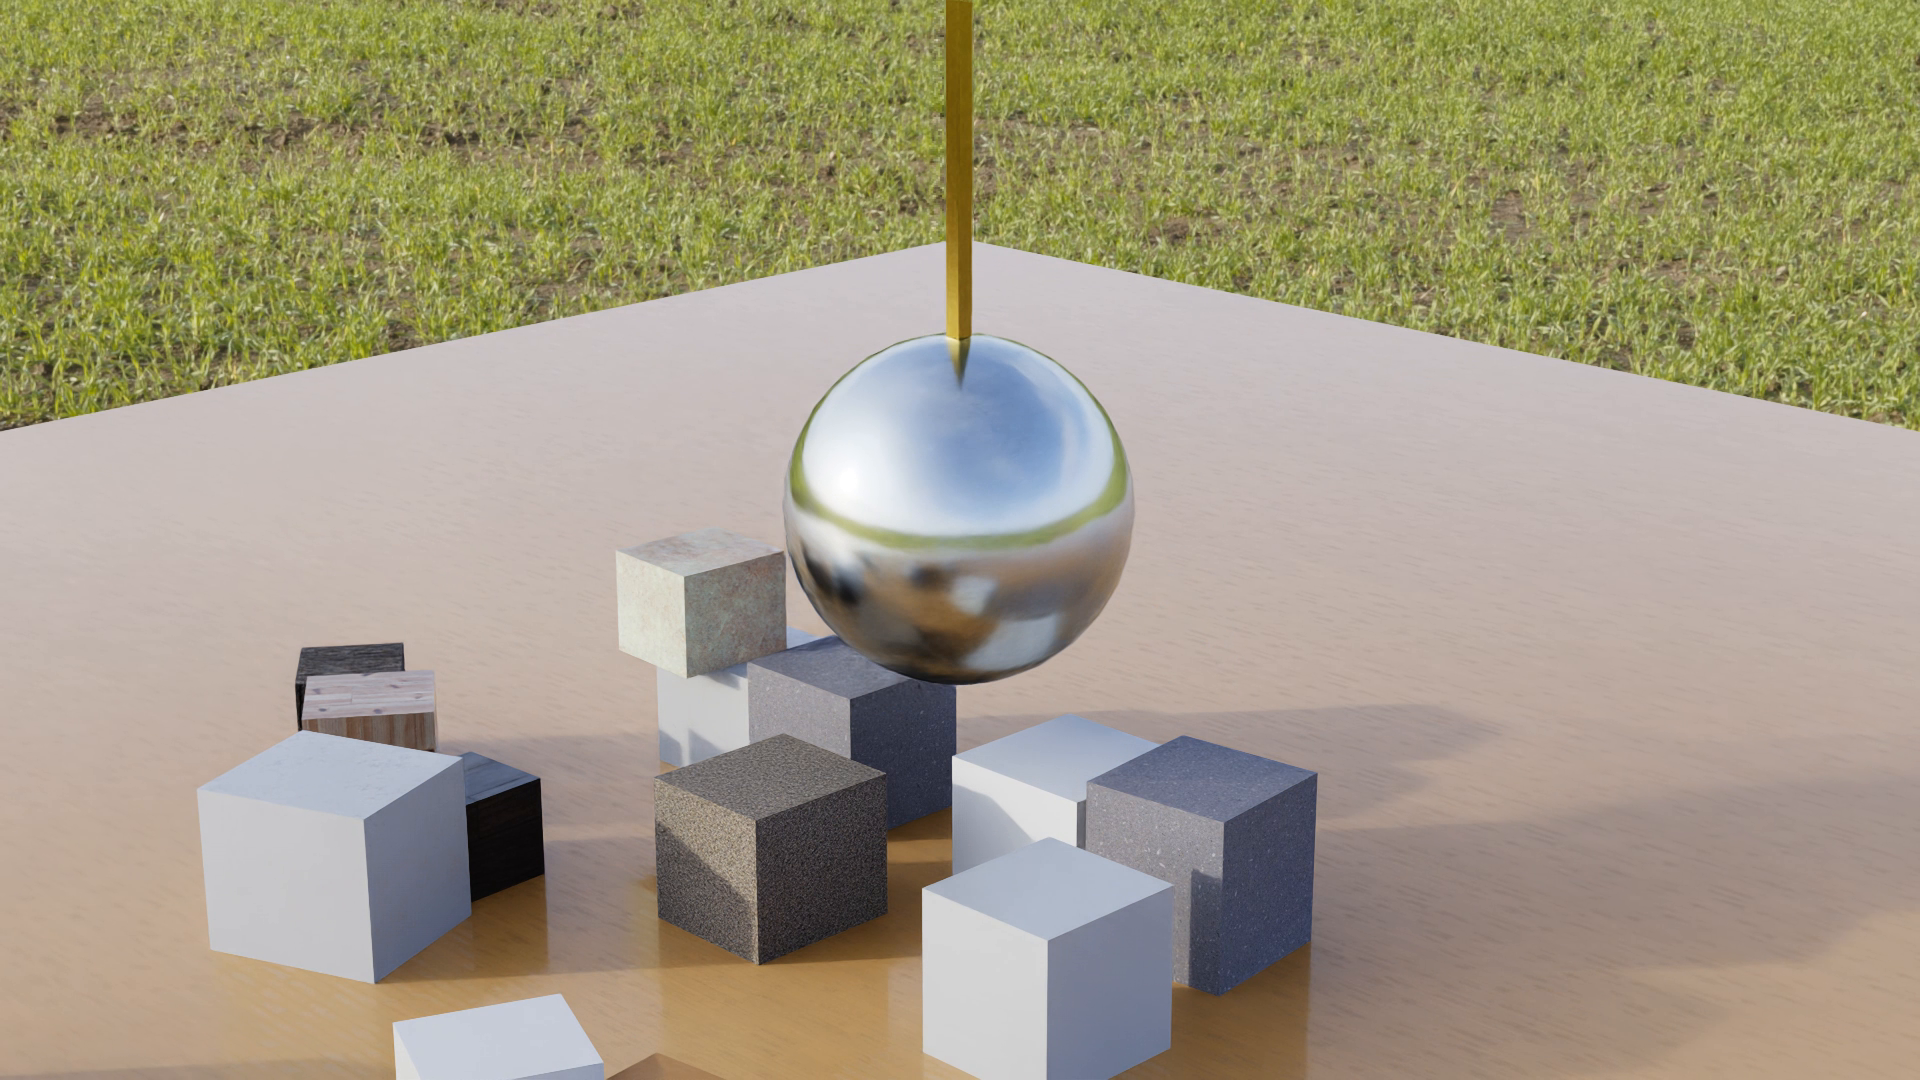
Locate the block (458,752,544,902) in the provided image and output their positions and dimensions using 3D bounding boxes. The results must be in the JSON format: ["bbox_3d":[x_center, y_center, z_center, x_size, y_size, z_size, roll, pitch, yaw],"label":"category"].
[{"bbox_3d":[-2.265,1.315,13.372,0.496,0.472,0.519,15,23,39],"label":"block"}]

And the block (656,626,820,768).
[{"bbox_3d":[-1.023,0.826,14.693,0.660,0.614,0.739,-17,24,-42],"label":"block"}]

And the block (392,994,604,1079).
[{"bbox_3d":[-1.667,2.099,10.644,0.629,0.612,0.592,-7,19,-21],"label":"block"}]

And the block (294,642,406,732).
[{"bbox_3d":[-3.035,0.871,14.670,0.507,0.542,0.541,-3,18,-8],"label":"block"}]

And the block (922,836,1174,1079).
[{"bbox_3d":[0.350,1.712,11.701,0.729,0.717,0.682,-17,24,-42],"label":"block"}]

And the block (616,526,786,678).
[{"bbox_3d":[-1.276,0.299,14.481,0.617,0.518,0.559,-15,23,-39],"label":"block"}]

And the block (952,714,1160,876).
[{"bbox_3d":[0.504,1.278,13.183,0.763,0.656,0.760,-17,24,-42],"label":"block"}]

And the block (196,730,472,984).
[{"bbox_3d":[-2.709,1.363,12.756,0.844,0.751,0.755,7,19,22],"label":"block"}]

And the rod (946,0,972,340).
[{"bbox_3d":[-0.002,-3.388,12.275,0.080,5.200,0.080,17,24,42],"label":"rod"}]

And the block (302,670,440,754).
[{"bbox_3d":[-2.818,1.022,14.087,0.609,0.603,0.591,-3,18,-9],"label":"block"}]

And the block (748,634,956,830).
[{"bbox_3d":[-0.519,0.934,14.165,0.694,0.725,0.727,-16,24,-42],"label":"block"}]

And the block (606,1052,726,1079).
[{"bbox_3d":[-1.048,2.236,10.323,0.574,0.544,0.573,13,22,36],"label":"block"}]

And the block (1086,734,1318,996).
[{"bbox_3d":[1.034,1.386,12.621,0.705,0.787,0.706,14,22,37],"label":"block"}]

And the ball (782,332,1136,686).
[{"bbox_3d":[-0.005,-0.144,13.291,1.600,1.600,1.600,0,17,0],"label":"ball"}]

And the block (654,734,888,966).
[{"bbox_3d":[-0.831,1.349,12.934,0.757,0.670,0.682,-16,24,-42],"label":"block"}]
